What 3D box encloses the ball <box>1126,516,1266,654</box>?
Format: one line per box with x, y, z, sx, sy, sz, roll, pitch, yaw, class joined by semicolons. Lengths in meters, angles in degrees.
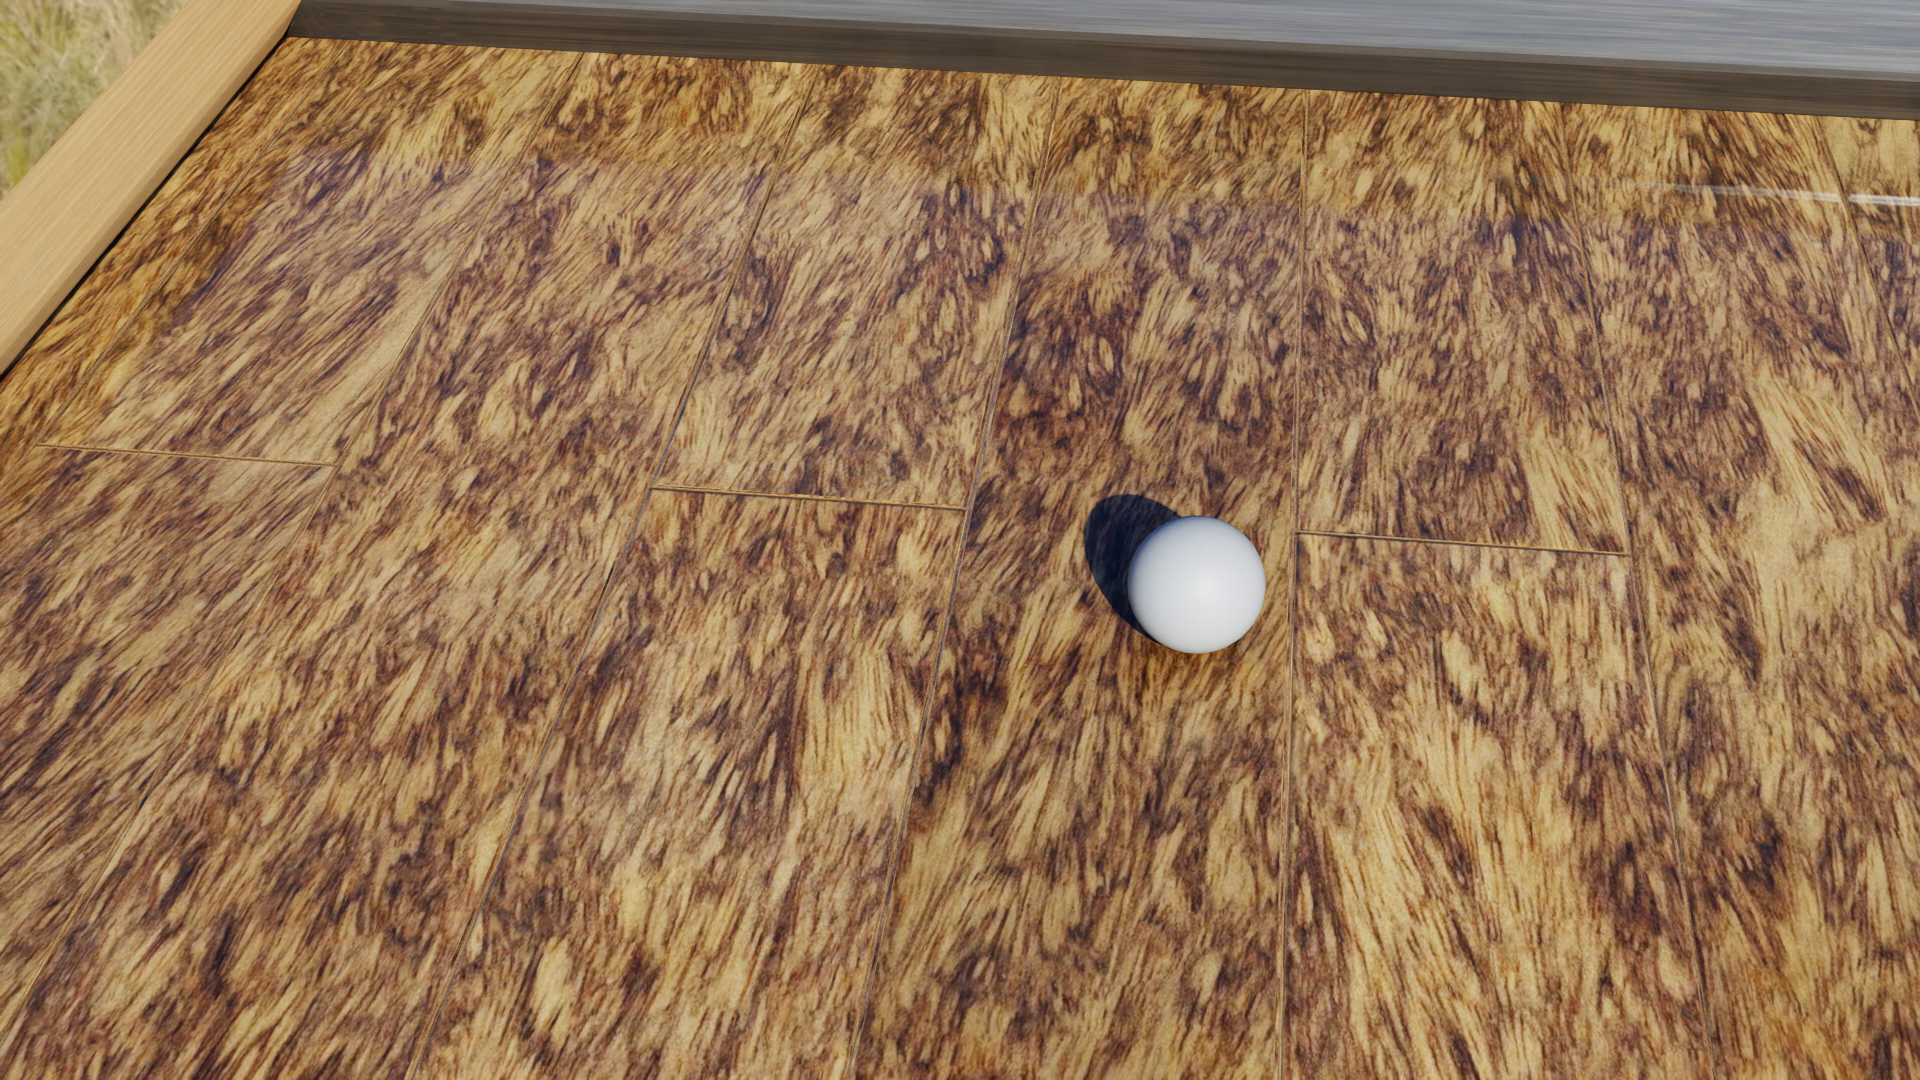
0.166;0.031;1.806;0.097;0.097;0.097;0;35;0;ball

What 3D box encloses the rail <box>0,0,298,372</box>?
-0.801;-0.075;1.933;0.045;0.127;1.798;4;35;6;rail

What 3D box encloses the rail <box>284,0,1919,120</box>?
0.932;-0.456;2.482;3.325;0.127;0.045;4;35;6;rail
